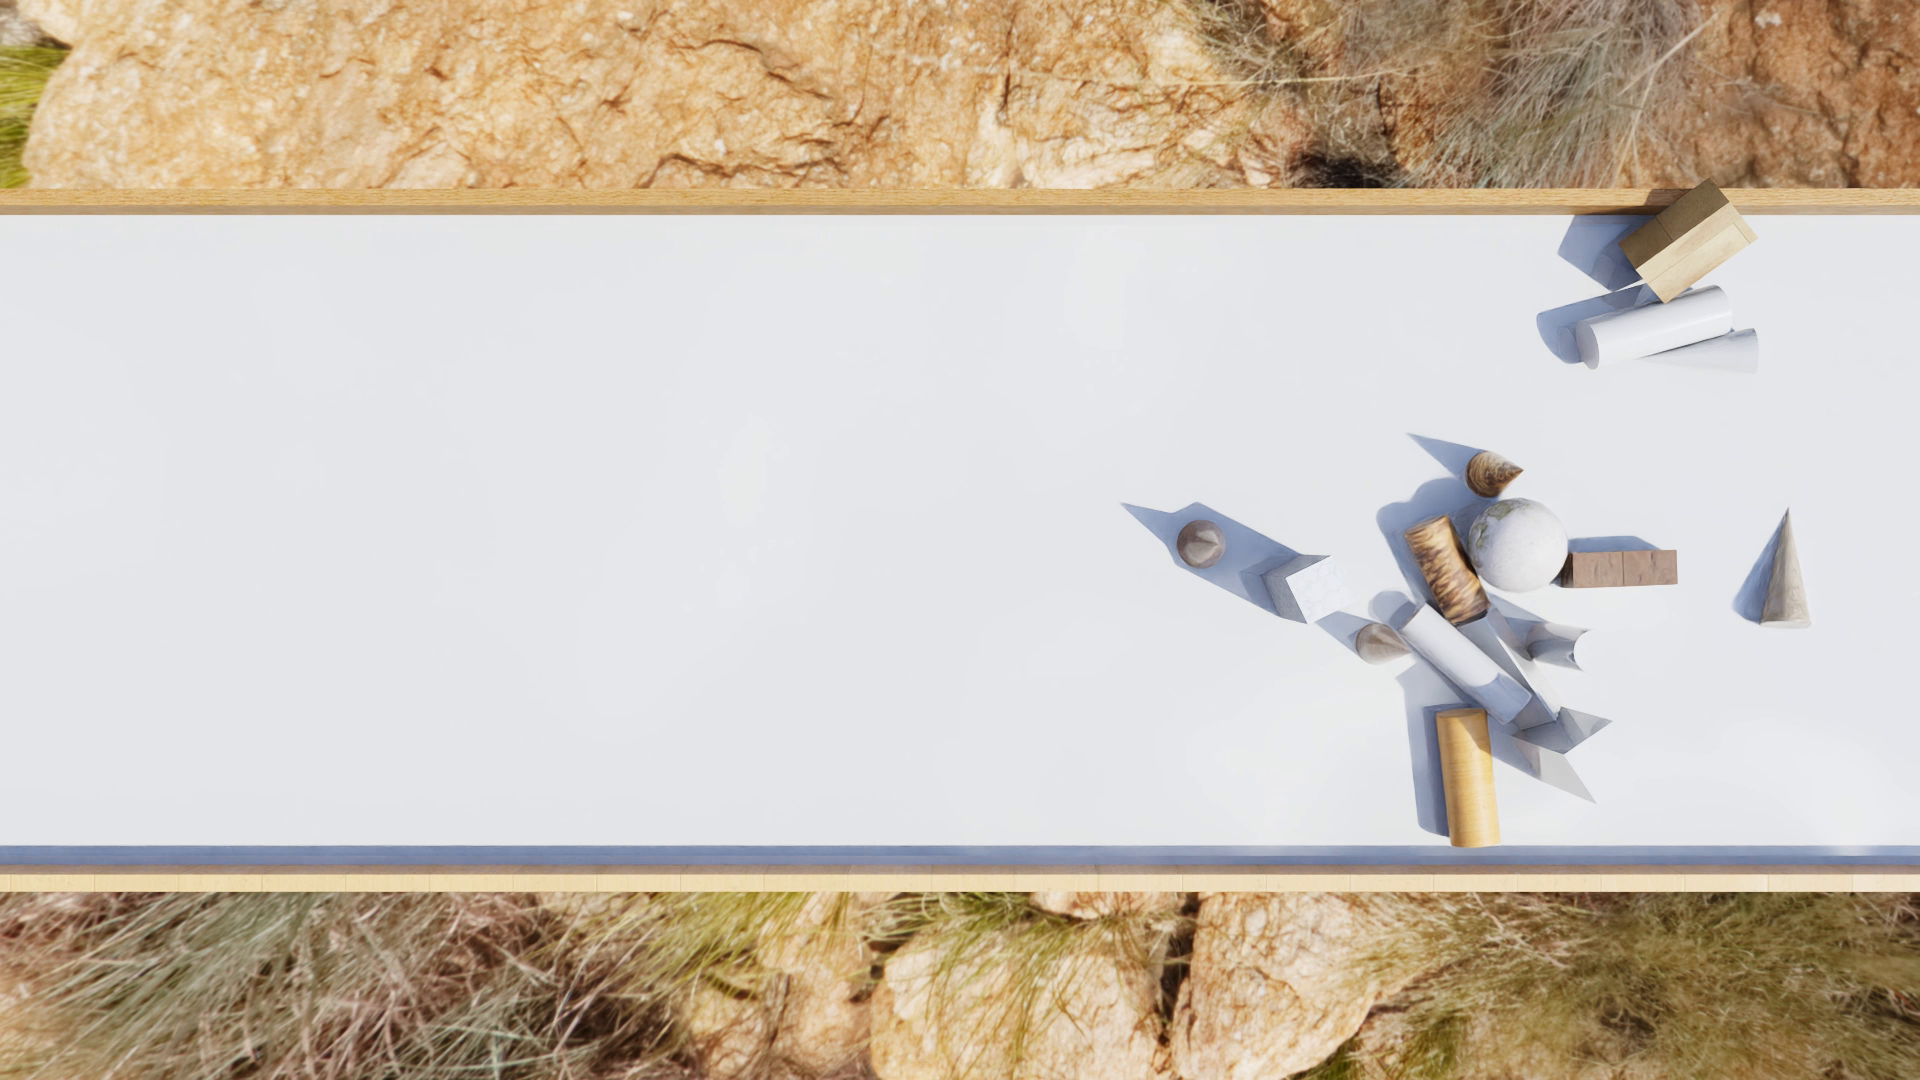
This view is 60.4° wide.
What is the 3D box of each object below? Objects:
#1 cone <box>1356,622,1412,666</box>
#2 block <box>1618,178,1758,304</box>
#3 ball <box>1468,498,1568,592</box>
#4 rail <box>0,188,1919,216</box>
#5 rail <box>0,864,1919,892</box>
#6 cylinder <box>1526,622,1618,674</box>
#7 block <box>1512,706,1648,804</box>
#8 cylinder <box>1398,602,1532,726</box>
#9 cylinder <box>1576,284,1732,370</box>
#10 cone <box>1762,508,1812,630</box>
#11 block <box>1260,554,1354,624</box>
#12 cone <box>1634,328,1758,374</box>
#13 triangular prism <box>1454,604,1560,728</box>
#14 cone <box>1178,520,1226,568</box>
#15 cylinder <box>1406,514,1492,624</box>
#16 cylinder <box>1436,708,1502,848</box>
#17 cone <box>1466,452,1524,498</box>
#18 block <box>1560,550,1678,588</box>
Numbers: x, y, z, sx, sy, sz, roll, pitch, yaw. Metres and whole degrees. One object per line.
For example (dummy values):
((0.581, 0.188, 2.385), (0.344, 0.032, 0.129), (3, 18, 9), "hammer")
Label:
((1.283, 0.320, 4.876), (0.131, 0.401, 0.131), (0, 90, 0), "cone")
((2.163, -0.890, 4.908), (0.164, 0.164, 0.308), (38, 119, -25), "block")
((1.668, 0.016, 4.934), (0.284, 0.284, 0.284), (0, 90, 0), "ball")
((-2.247, -1.025, 5.002), (12.000, 0.150, 0.050), (0, 90, 0), "rail")
((-2.247, 1.025, 5.001), (12.000, 0.150, 0.050), (0, 90, 0), "rail")
((1.803, 0.318, 4.875), (0.128, 0.403, 0.128), (0, 90, 0), "cylinder")
((1.814, 0.626, 4.855), (0.170, 0.443, 0.170), (-34, 90, 0), "block")
((1.522, 0.373, 4.981), (0.410, 0.125, 0.125), (42, 90, 9), "cylinder")
((2.100, -0.645, 4.998), (0.412, 0.156, 0.156), (-15, 90, 0), "cylinder")
((2.530, 0.078, 5.043), (0.137, 0.137, 0.372), (7, 79, 0), "cone")
((1.020, 0.142, 4.875), (0.147, 0.403, 0.147), (-26, 90, 0), "block")
((2.230, -0.565, 5.042), (0.359, 0.141, 0.141), (-3, 90, 11), "cone")
((1.680, 0.386, 5.009), (0.149, 0.129, 0.375), (-35, 90, 0), "triangular prism")
((0.743, 0.013, 4.913), (0.152, 0.327, 0.152), (0, 90, 0), "cone")
((1.481, 0.087, 5.007), (0.139, 0.139, 0.301), (-26, 90, 0), "cylinder")
((1.542, 0.720, 5.002), (0.150, 0.150, 0.398), (-7, 90, 0), "cylinder")
((1.627, -0.201, 4.913), (0.145, 0.327, 0.145), (0, 90, 0), "cone")
((2.005, 0.088, 5.023), (0.314, 0.106, 0.106), (-2, 90, 0), "block")
